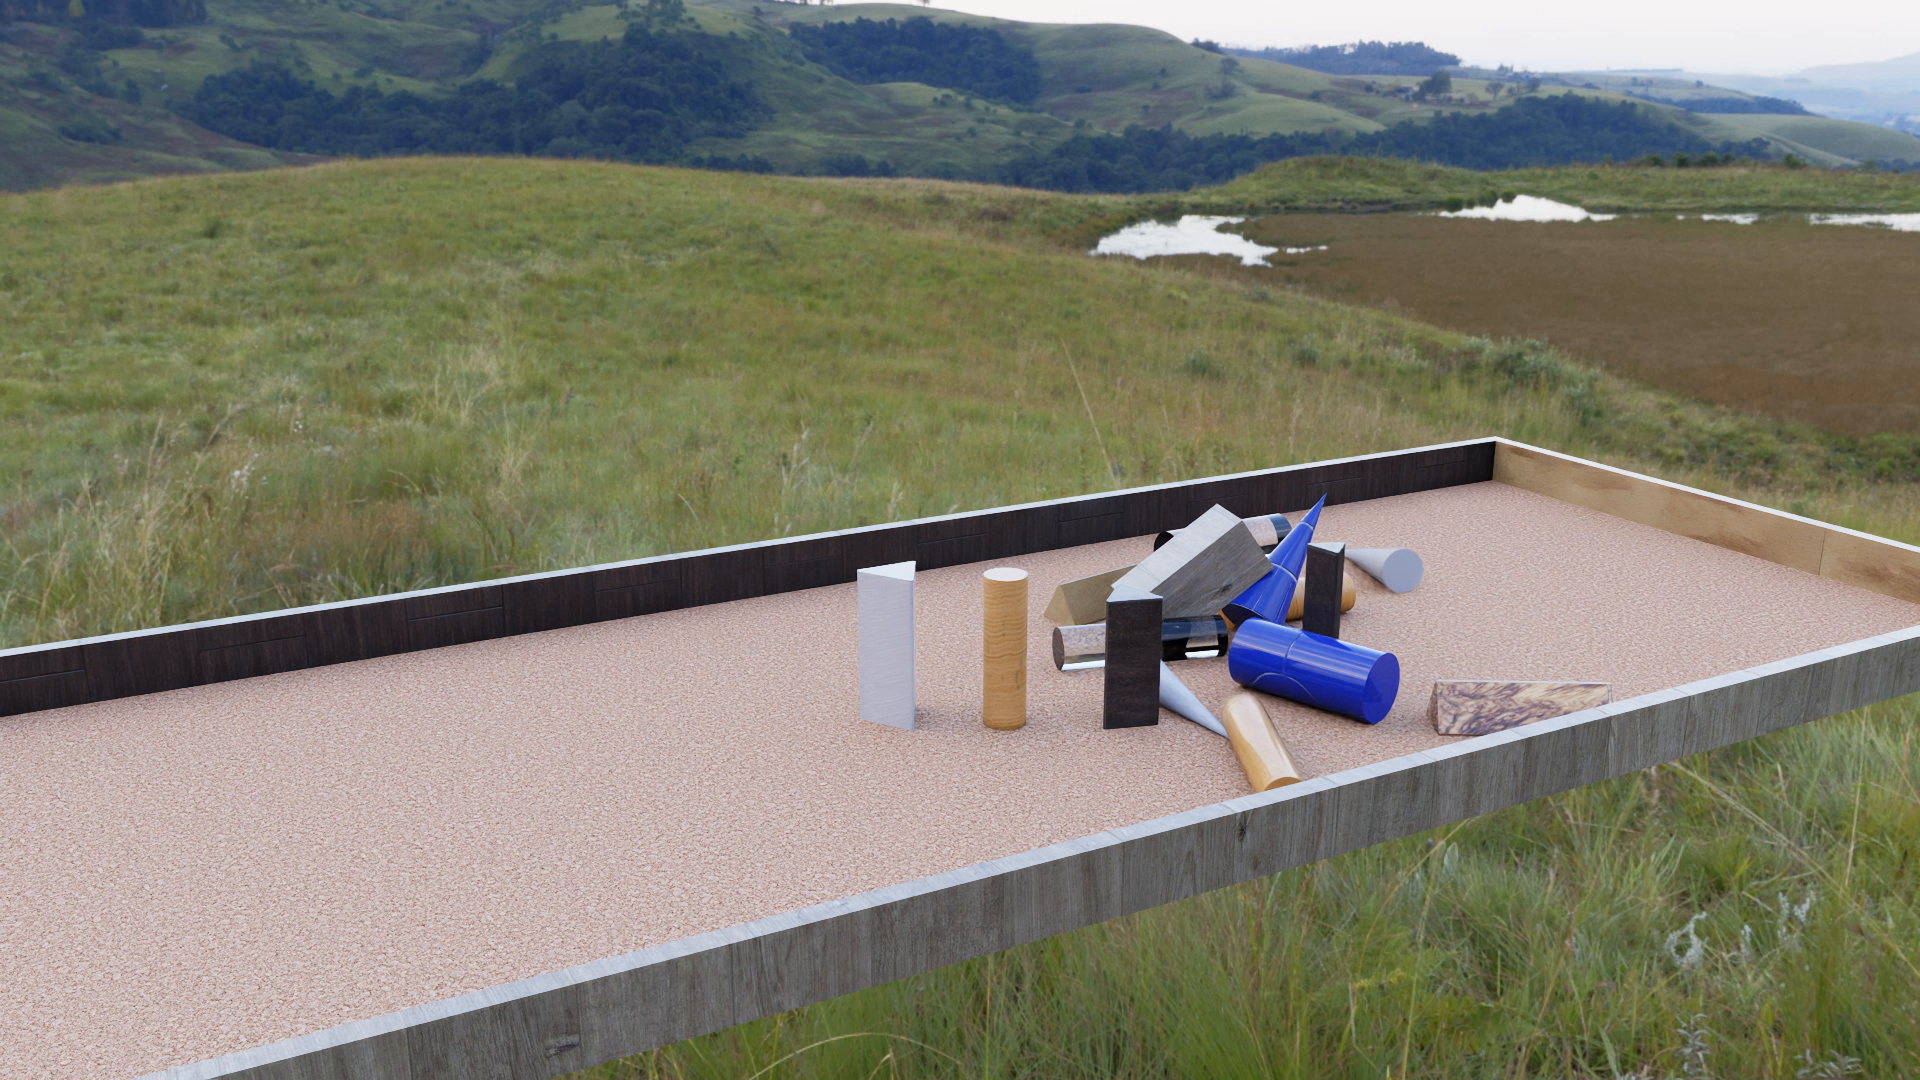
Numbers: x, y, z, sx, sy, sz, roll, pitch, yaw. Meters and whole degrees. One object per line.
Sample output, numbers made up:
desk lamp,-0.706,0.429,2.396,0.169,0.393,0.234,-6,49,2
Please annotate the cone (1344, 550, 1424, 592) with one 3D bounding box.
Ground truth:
cone,1.244,0.061,5.032,0.130,0.130,0.445,-4,8,-12

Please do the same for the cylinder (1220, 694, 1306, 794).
cylinder,0.659,0.466,3.583,0.103,0.103,0.449,-1,17,-2

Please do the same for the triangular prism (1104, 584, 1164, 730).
triangular prism,0.389,0.271,3.875,0.134,0.315,0.116,-4,17,-12

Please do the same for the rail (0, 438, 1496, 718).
rail,-3.305,0.497,3.399,12.000,0.150,0.050,-9,18,-27

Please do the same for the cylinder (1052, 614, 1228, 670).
cylinder,0.465,0.264,4.260,0.440,0.112,0.112,-4,17,-13

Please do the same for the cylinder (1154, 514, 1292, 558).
cylinder,0.805,0.019,5.026,0.420,0.149,0.149,-9,18,-27

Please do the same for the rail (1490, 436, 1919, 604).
rail,2.466,-0.048,5.253,0.050,0.150,2.100,-9,18,-27

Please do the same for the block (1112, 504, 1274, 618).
block,0.619,0.099,4.402,0.363,0.170,0.170,-38,21,-2

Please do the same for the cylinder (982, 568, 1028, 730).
cylinder,0.105,0.254,3.839,0.103,0.366,0.103,0,16,0

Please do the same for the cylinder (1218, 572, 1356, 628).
cylinder,0.909,0.167,4.588,0.383,0.112,0.112,-7,18,-22

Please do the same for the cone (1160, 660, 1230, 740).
cone,0.551,0.400,3.904,0.101,0.101,0.361,-9,27,-29

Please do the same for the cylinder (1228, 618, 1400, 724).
cylinder,0.853,0.312,3.990,0.371,0.171,0.171,15,22,41

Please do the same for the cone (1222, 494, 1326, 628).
cone,0.888,0.044,4.448,0.173,0.173,0.438,17,66,44

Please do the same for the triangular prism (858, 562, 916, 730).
triangular prism,-0.141,0.242,3.881,0.149,0.368,0.129,9,19,29

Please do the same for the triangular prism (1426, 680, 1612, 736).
triangular prism,1.310,0.382,3.850,0.402,0.110,0.127,1,16,2

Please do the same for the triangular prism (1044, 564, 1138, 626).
triangular prism,0.424,0.140,4.675,0.389,0.109,0.126,-13,21,-38

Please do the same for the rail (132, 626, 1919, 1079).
rail,-2.336,1.006,1.665,12.000,0.150,0.050,-9,18,-27

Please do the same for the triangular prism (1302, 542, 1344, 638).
triangular prism,0.915,0.185,4.088,0.083,0.359,0.095,-12,20,-36
